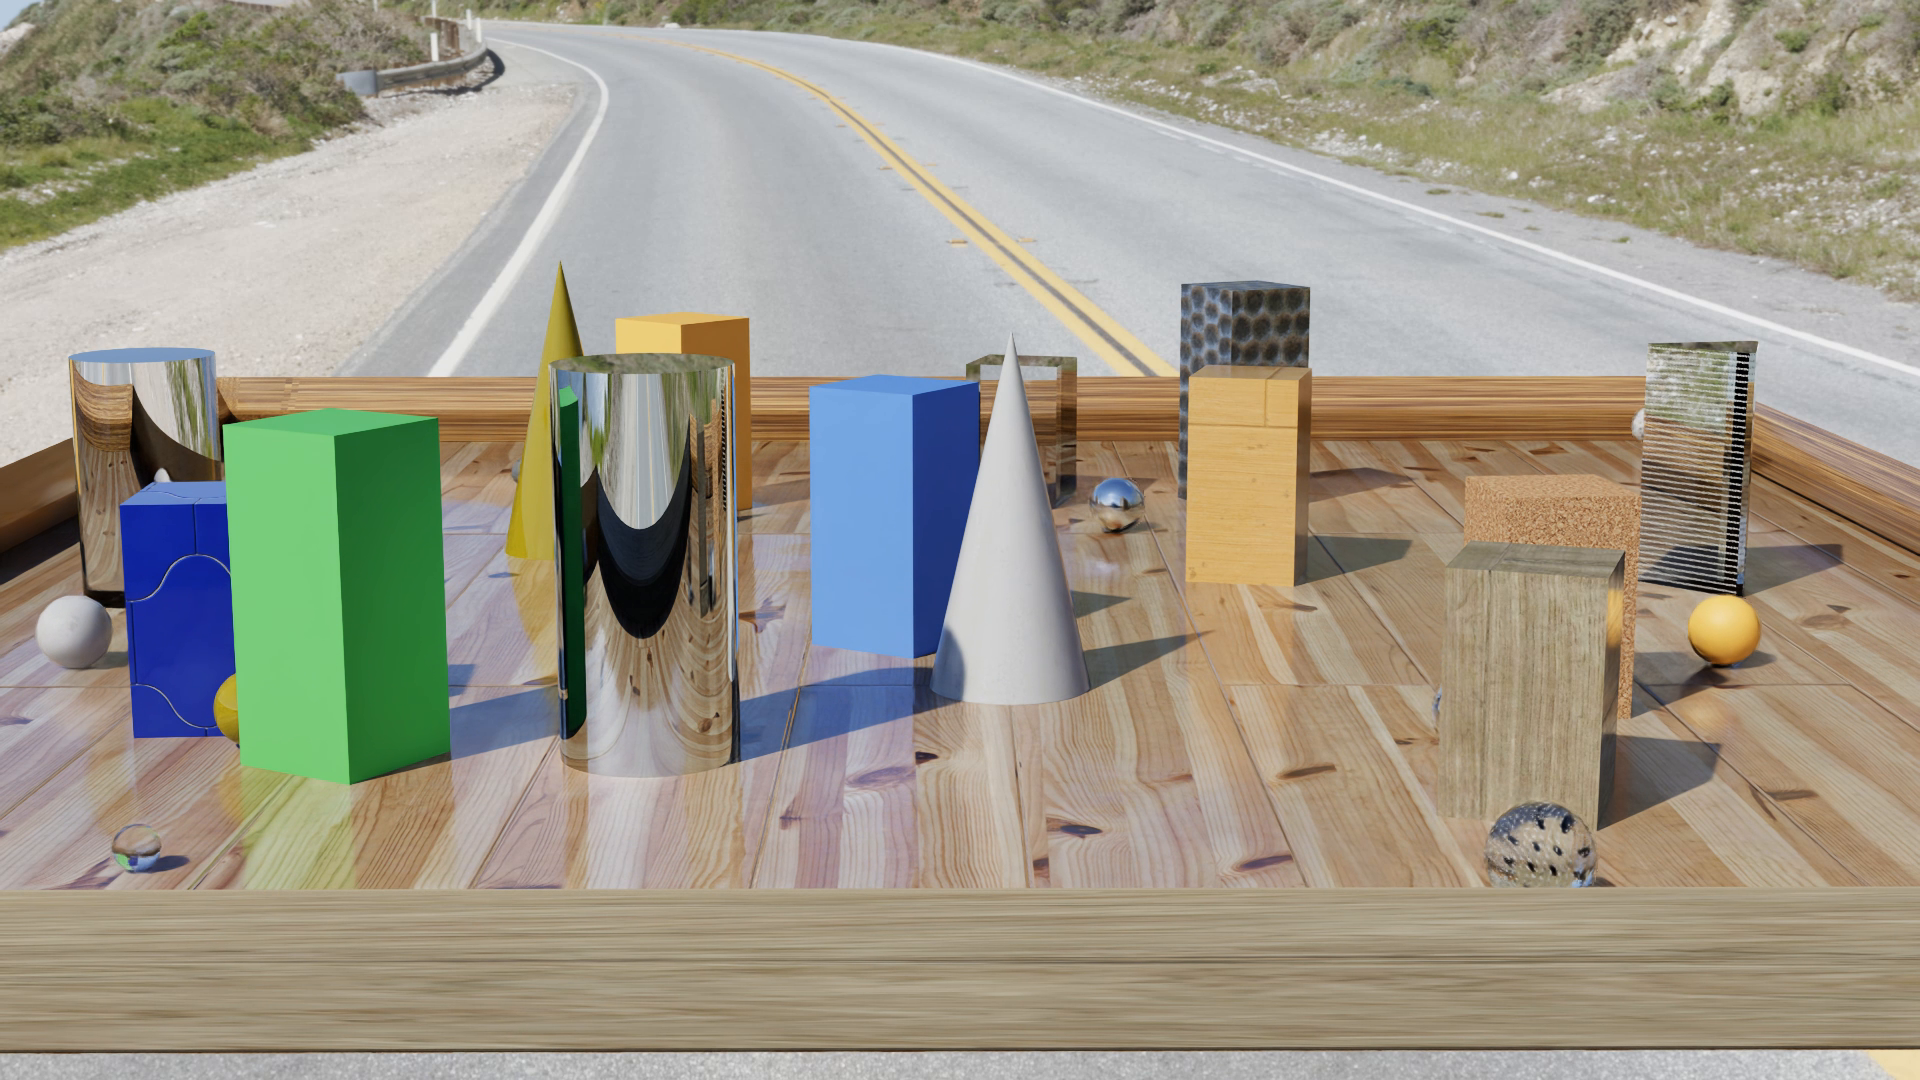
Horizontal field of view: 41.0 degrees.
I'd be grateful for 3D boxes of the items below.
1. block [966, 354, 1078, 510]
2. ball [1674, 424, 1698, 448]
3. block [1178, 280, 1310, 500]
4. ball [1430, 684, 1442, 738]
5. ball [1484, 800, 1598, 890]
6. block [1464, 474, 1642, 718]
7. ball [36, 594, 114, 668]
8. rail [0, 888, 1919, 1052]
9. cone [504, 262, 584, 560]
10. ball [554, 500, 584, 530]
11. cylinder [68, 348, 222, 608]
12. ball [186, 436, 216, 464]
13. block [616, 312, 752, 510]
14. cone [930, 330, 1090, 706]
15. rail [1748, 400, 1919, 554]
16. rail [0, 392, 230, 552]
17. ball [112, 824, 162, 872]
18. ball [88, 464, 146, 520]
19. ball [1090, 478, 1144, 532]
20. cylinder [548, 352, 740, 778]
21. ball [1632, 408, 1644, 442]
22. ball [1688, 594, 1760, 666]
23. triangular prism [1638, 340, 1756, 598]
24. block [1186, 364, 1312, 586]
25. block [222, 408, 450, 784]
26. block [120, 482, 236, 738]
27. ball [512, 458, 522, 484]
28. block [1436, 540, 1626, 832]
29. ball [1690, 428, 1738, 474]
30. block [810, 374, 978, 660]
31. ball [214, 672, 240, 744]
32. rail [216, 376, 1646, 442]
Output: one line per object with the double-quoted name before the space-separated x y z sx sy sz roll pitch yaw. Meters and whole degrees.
"block" 0.104 -0.184 4.311 0.154 0.236 0.154 3 11 15
"ball" 1.387 -0.197 4.904 0.045 0.045 0.045 0 11 0
"block" 0.474 -0.244 4.291 0.154 0.362 0.154 -5 12 -27
"ball" 0.548 0.183 2.720 0.096 0.096 0.096 0 11 0
"ball" 0.504 0.275 2.228 0.096 0.096 0.096 0 11 0
"block" 0.671 0.064 2.932 0.154 0.254 0.154 -1 11 -6
"ball" -1.079 0.111 3.128 0.089 0.089 0.089 0 11 0
"rail" 0.009 0.315 1.926 2.887 0.125 0.045 0 11 0
"cone" -0.595 -0.203 3.857 0.192 0.439 0.192 0 11 0
"ball" -0.616 -0.039 4.043 0.049 0.049 0.049 0 11 0
"cylinder" -1.116 -0.088 3.531 0.192 0.334 0.192 0 11 0
"ball" -1.399 -0.167 4.727 0.050 0.050 0.050 0 11 0
"block" -0.453 -0.207 4.215 0.154 0.316 0.154 9 14 40
"cone" 0.059 -0.036 3.004 0.192 0.424 0.192 0 11 0
"rail" 1.420 0.031 3.457 0.045 0.125 3.147 0 11 0
"rail" -1.420 0.034 3.441 0.045 0.125 3.147 0 11 0
"ball" -0.752 0.281 2.342 0.043 0.043 0.043 0 11 0
"ball" -1.359 -0.077 4.135 0.090 0.090 0.090 0 11 0
"ball" 0.247 -0.056 4.038 0.085 0.085 0.085 0 11 0
"cylinder" -0.330 0.022 2.704 0.192 0.419 0.192 0 11 0
"ball" 1.333 -0.219 4.928 0.080 0.080 0.080 0 11 0
"ball" 0.935 0.110 3.139 0.086 0.086 0.086 0 11 0
"triangular prism" 1.073 -0.106 3.615 0.144 0.339 0.166 -9 14 -41
"block" 0.415 -0.095 3.680 0.154 0.292 0.154 3 11 14
"block" -0.651 0.054 2.692 0.154 0.360 0.154 6 12 30
"block" -0.833 0.074 2.861 0.154 0.258 0.154 -1 11 -4
"ball" -0.746 -0.117 4.437 0.058 0.058 0.058 0 11 0
"block" 0.566 0.140 2.537 0.154 0.248 0.154 4 11 20
"ball" 1.355 -0.160 4.608 0.081 0.081 0.081 0 11 0
"block" -0.082 -0.034 3.250 0.154 0.329 0.154 7 12 32
"ball" -0.761 0.181 2.765 0.085 0.085 0.085 0 11 0
"rail" -0.009 -0.251 4.973 2.887 0.125 0.045 0 11 0
